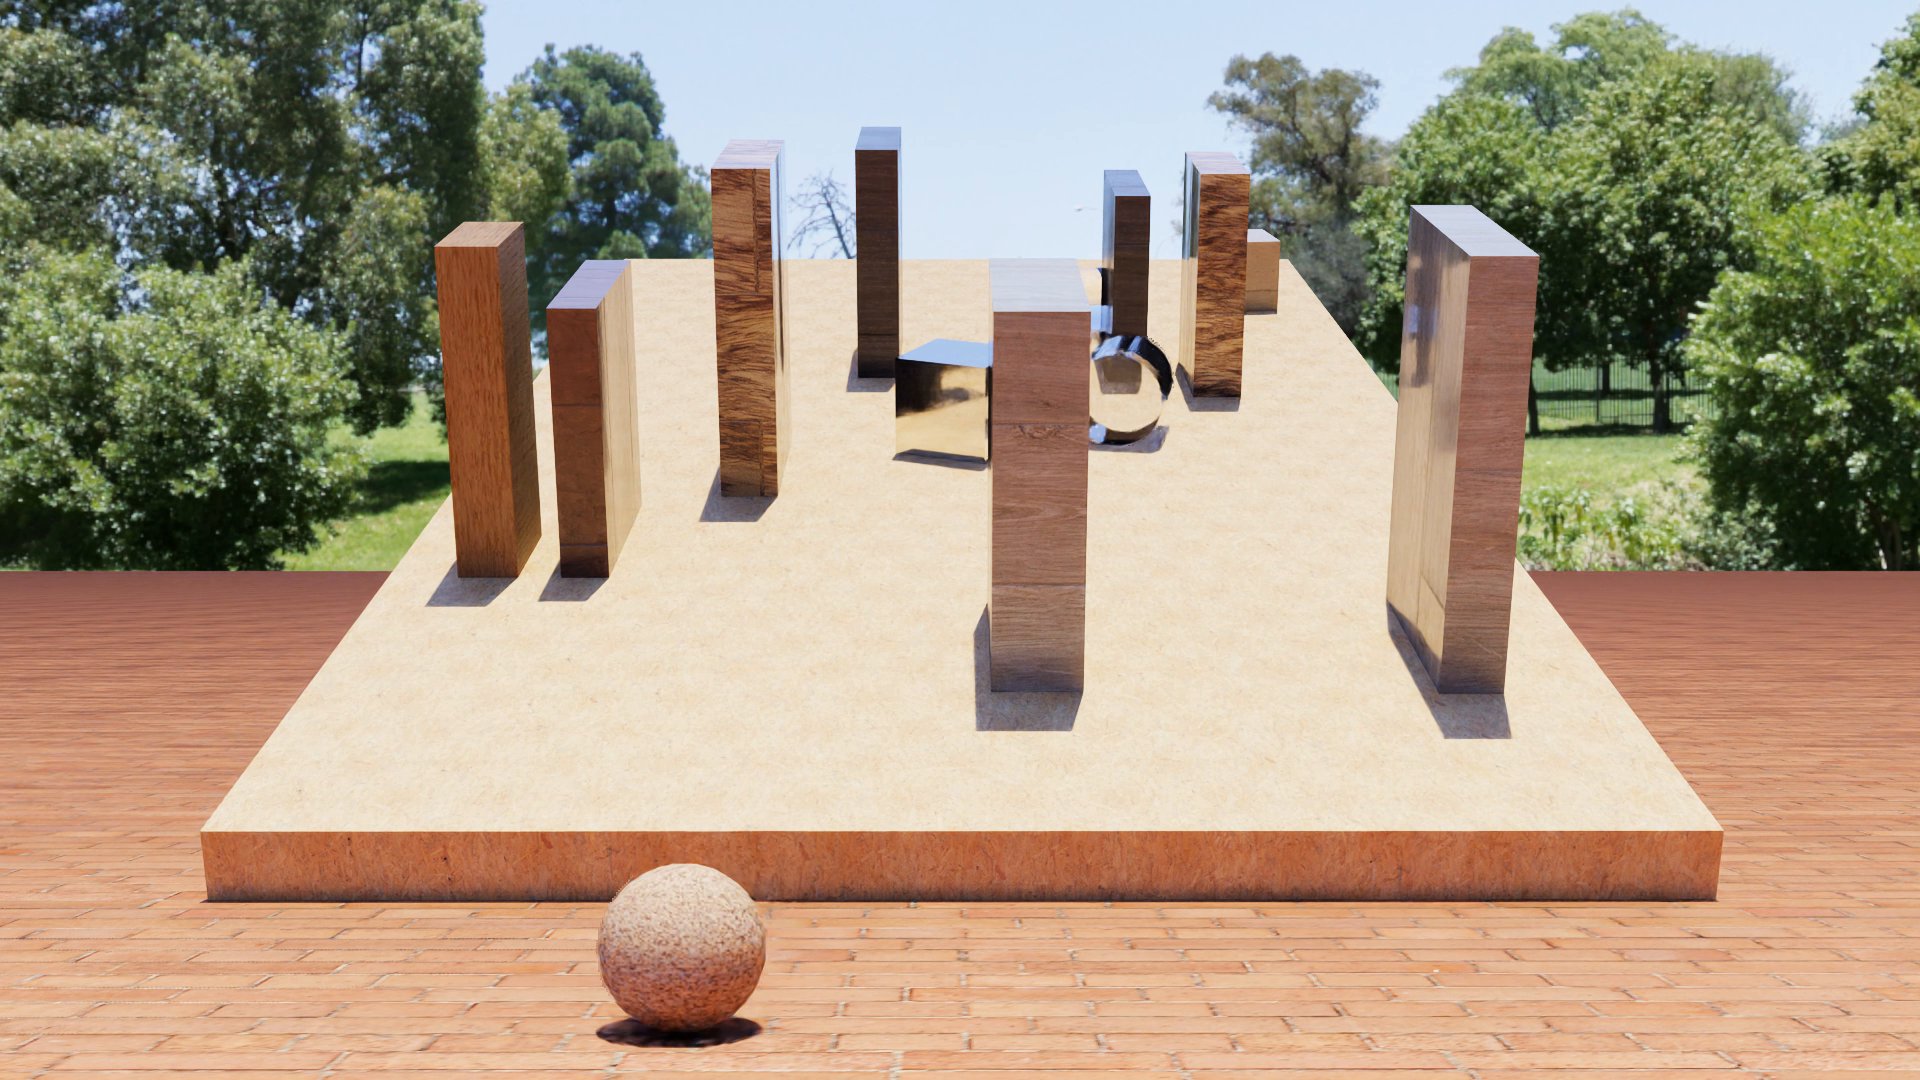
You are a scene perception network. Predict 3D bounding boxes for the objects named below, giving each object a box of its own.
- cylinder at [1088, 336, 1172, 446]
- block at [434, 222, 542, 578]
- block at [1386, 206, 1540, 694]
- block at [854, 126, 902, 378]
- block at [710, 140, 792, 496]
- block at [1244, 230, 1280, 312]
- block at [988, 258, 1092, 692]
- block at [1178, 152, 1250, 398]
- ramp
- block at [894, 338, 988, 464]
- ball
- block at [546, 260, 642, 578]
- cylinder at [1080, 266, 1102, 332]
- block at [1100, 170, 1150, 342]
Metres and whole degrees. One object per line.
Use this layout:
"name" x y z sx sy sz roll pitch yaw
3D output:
"cylinder" 0.348 -0.323 4.798 0.196 0.196 0.196 0 17 12
"block" -0.826 -0.249 3.933 0.105 0.584 0.240 0 18 0
"block" 0.777 -0.153 3.501 0.099 0.671 0.440 0 18 0
"block" -0.193 -0.704 5.418 0.099 0.539 0.408 0 18 0
"block" -0.412 -0.451 4.468 0.111 0.641 0.397 0 18 0
"block" 0.751 -0.734 6.087 0.189 0.189 0.189 -2 18 -7
"block" 0.117 -0.112 3.505 0.141 0.589 0.411 0 18 0
"block" 0.590 -0.626 5.224 0.110 0.512 0.351 0 18 0
"ramp" -0.003 -0.185 4.852 2.000 0.100 4.000 0 18 0
"block" 0.001 -0.293 4.692 0.205 0.205 0.205 8 20 23
"ball" -0.264 0.388 2.128 0.159 0.159 0.159 0 -1 0
"block" -0.656 -0.228 4.040 0.084 0.479 0.433 0 18 0
"cylinder" 0.306 -0.618 5.765 0.164 0.164 0.164 -6 2 -19
"block" 0.402 -0.660 5.466 0.083 0.429 0.410 0 18 0
